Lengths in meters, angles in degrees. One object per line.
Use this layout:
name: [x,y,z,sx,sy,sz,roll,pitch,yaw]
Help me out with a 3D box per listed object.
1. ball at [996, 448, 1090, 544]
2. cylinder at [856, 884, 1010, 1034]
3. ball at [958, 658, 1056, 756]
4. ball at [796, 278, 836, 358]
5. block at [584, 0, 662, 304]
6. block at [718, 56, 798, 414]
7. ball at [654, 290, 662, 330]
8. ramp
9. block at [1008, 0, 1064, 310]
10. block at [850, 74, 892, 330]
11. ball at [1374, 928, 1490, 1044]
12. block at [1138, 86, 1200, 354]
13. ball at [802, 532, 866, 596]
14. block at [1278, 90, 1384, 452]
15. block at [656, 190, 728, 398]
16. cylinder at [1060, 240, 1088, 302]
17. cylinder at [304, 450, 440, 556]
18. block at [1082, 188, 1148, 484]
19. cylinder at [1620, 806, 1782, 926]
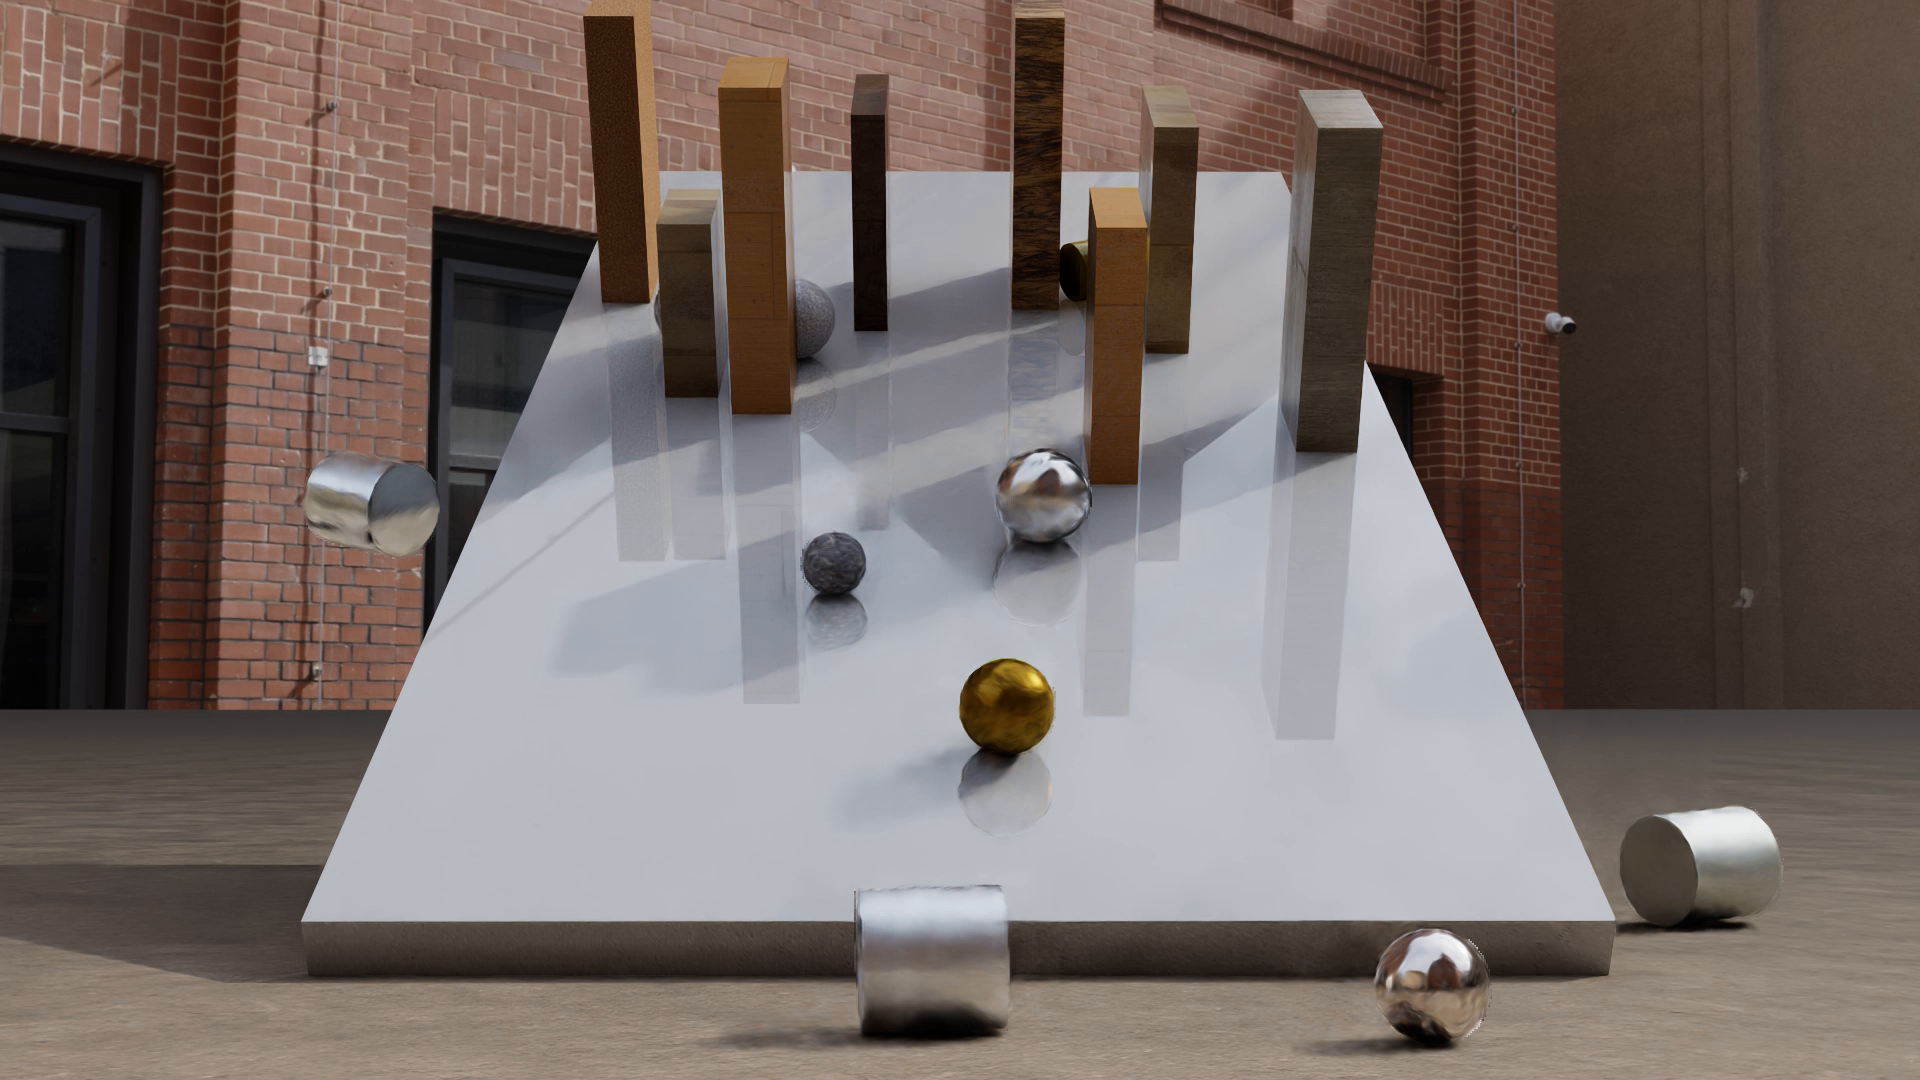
ball: [0.167,-0.089,4.756,0.192,0.192,0.192,0,-4,0]
cylinder: [-0.037,0.533,2.987,0.182,0.182,0.182,-1,-4,-5]
ball: [0.080,0.284,3.998,0.164,0.164,0.164,0,-4,0]
ball: [-0.402,-0.539,5.700,0.197,0.197,0.197,0,-4,0]
block: [-0.867,-1.024,6.082,0.124,0.745,0.332,0,25,0]
block: [-0.457,-0.694,5.366,0.136,0.763,0.275,0,25,0]
ball: [-0.667,-0.568,5.785,0.176,0.176,0.176,0,-4,0]
ramp: [-0.009,-0.229,5.395,2.000,0.100,4.000,0,25,0]
block: [0.194,-1.009,6.048,0.121,0.754,0.348,0,25,0]
block: [-0.224,-0.862,5.968,0.084,0.554,0.397,0,25,0]
ball: [0.582,0.550,2.895,0.140,0.140,0.140,0,-4,0]
block: [0.509,-0.799,5.823,0.105,0.568,0.391,0,25,0]
ball: [-0.244,0.046,4.549,0.124,0.124,0.124,0,-4,0]
block: [0.815,-0.594,5.193,0.136,0.736,0.311,0,25,0]
block: [-0.629,-0.583,5.530,0.123,0.422,0.274,0,25,0]
cylinder: [0.358,-0.709,6.119,0.153,0.153,0.153,-13,2,-25]
cylinder: [-1.270,-0.081,5.069,0.202,0.202,0.202,11,3,34]
block: [0.331,-0.441,5.056,0.103,0.574,0.283,0,25,0]
cylinder: [1.399,0.616,4.436,0.207,0.207,0.207,-2,-3,-26]
